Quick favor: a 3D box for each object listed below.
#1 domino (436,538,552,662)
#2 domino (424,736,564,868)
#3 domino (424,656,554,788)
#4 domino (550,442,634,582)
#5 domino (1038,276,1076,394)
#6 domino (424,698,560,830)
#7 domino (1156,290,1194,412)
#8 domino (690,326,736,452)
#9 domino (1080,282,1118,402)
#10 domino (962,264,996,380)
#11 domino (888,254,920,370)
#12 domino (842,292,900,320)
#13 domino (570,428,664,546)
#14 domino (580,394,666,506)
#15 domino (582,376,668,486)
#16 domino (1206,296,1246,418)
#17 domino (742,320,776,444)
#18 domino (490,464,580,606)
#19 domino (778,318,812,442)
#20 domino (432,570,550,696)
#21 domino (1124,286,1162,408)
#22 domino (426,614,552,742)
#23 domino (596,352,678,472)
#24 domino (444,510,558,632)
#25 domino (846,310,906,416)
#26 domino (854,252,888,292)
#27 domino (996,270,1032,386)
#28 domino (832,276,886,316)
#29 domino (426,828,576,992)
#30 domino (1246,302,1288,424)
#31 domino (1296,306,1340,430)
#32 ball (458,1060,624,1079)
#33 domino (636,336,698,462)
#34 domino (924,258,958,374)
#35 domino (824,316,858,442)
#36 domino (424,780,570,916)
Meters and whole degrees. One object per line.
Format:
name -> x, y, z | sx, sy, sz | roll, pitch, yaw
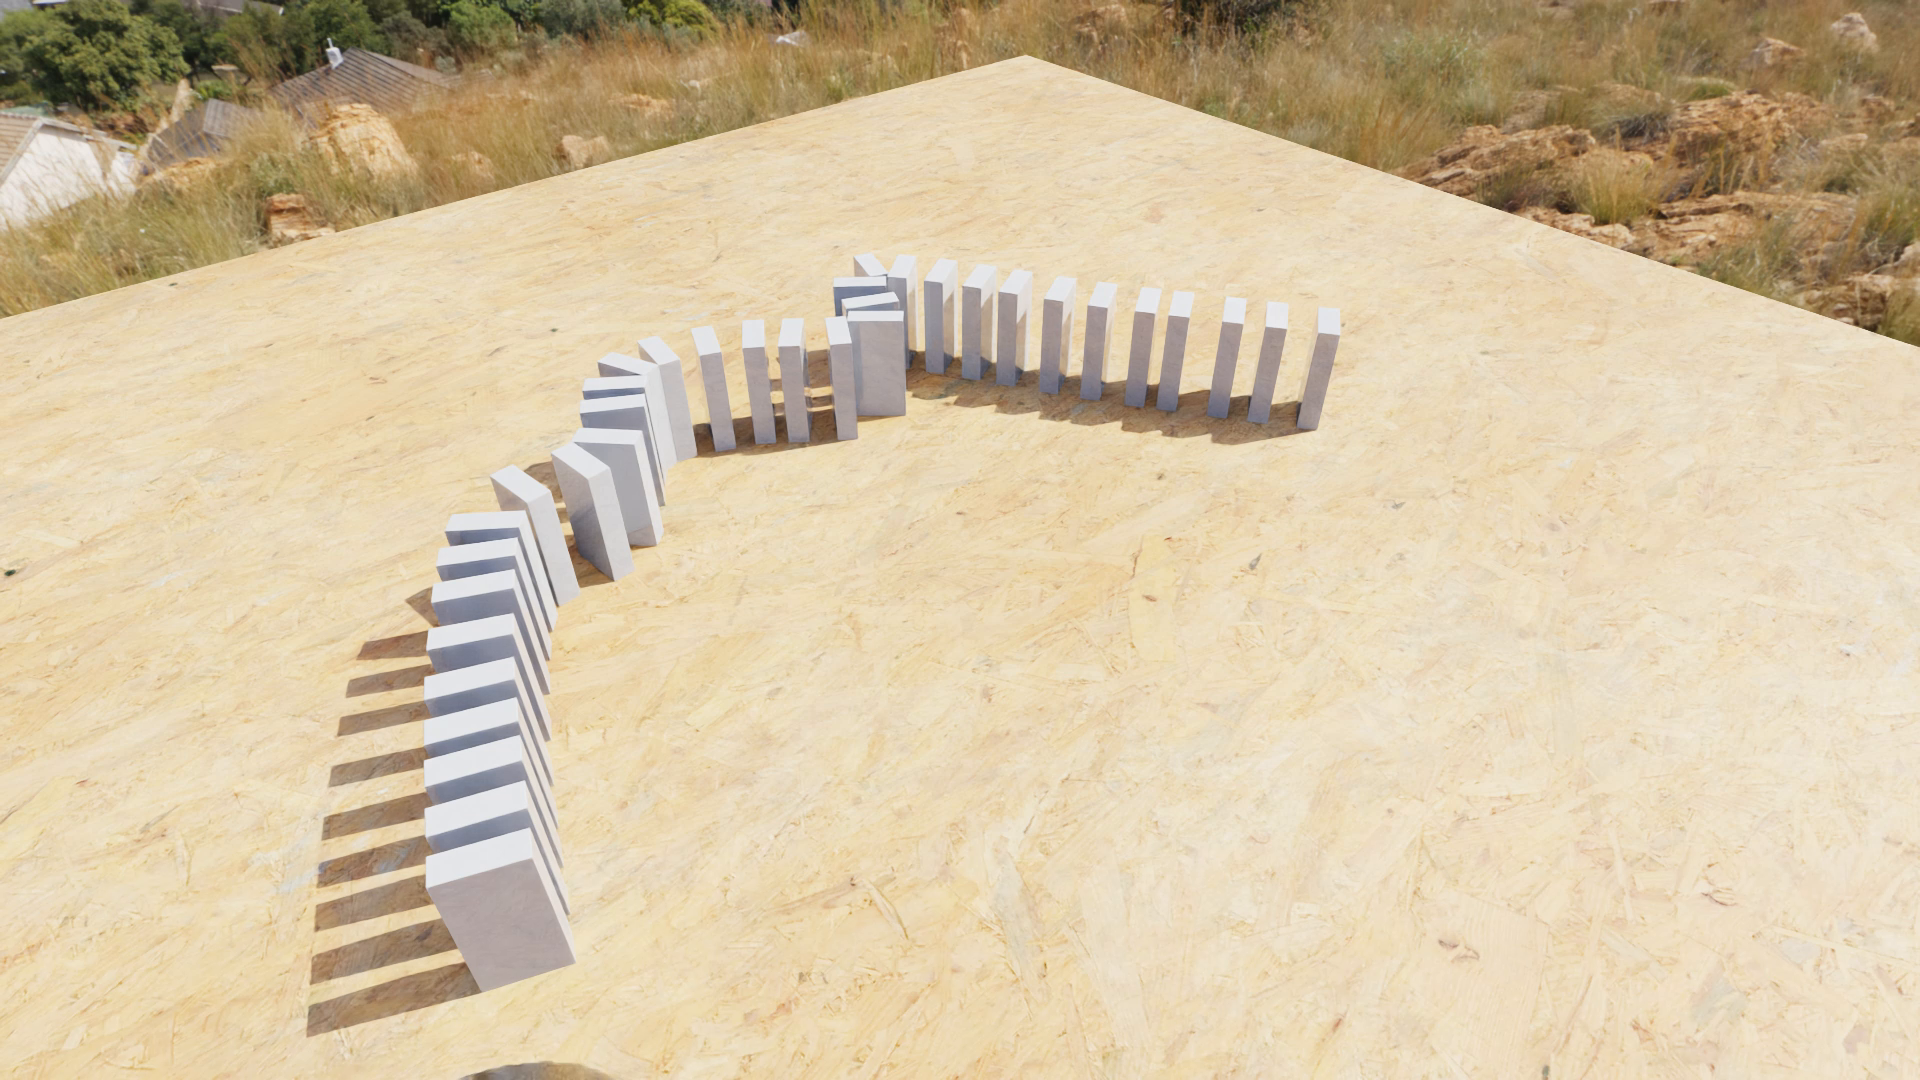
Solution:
domino -> -0.161, 0.023, 0.383 | 0.025, 0.050, 0.009 | -8, 40, -10
domino -> -0.132, 0.079, 0.315 | 0.025, 0.050, 0.010 | -14, 41, -16
domino -> -0.144, 0.060, 0.338 | 0.025, 0.050, 0.009 | -13, 41, -15
domino -> -0.141, -0.010, 0.424 | 0.025, 0.050, 0.010 | 30, 48, 31
domino -> 0.047, -0.099, 0.532 | 0.009, 0.050, 0.025 | 12, 41, 14
domino -> -0.138, 0.070, 0.326 | 0.025, 0.050, 0.009 | -13, 41, -16
domino -> 0.102, -0.089, 0.520 | 0.009, 0.050, 0.025 | 9, 40, 11
domino -> -0.111, -0.068, 0.494 | 0.010, 0.050, 0.025 | -13, 41, -15
domino -> 0.066, -0.095, 0.527 | 0.009, 0.050, 0.025 | 11, 40, 13
domino -> 0.009, -0.107, 0.542 | 0.009, 0.050, 0.025 | 12, 41, 14
domino -> -0.028, -0.114, 0.550 | 0.009, 0.050, 0.025 | 6, 40, 7
domino -> -0.041, -0.091, 0.523 | 0.025, 0.050, 0.009 | -11, 41, -13
domino -> -0.135, -0.020, 0.436 | 0.025, 0.050, 0.009 | 3, 39, 4
domino -> -0.139, -0.035, 0.454 | 0.025, 0.050, 0.009 | -8, 40, -9
domino -> -0.142, -0.045, 0.467 | 0.025, 0.050, 0.009 | -4, 40, -5
domino -> 0.125, -0.085, 0.516 | 0.010, 0.050, 0.025 | 9, 40, 11
domino -> -0.091, -0.071, 0.499 | 0.010, 0.050, 0.025 | -5, 40, -7
domino -> -0.159, -0.001, 0.413 | 0.025, 0.050, 0.010 | 29, 47, 31
domino -> -0.074, -0.072, 0.500 | 0.010, 0.050, 0.025 | -2, 39, -2
domino -> -0.157, 0.034, 0.370 | 0.025, 0.050, 0.009 | -11, 41, -13
domino -> 0.087, -0.091, 0.523 | 0.009, 0.050, 0.025 | 9, 40, 11
domino -> -0.150, 0.047, 0.354 | 0.025, 0.050, 0.009 | -11, 41, -13
domino -> -0.140, -0.055, 0.479 | 0.025, 0.050, 0.009 | 18, 42, 20
domino -> -0.164, 0.013, 0.396 | 0.025, 0.050, 0.009 | -3, 39, -4
domino -> -0.038, -0.082, 0.511 | 0.025, 0.050, 0.010 | 0, 39, 0
domino -> -0.044, -0.115, 0.552 | 0.009, 0.050, 0.025 | -15, 42, -18
domino -> 0.027, -0.103, 0.538 | 0.010, 0.050, 0.025 | 13, 41, 15
domino -> -0.048, -0.103, 0.538 | 0.025, 0.050, 0.009 | -2, 39, -2
domino -> -0.120, 0.099, 0.291 | 0.025, 0.050, 0.010 | -13, 41, -16
domino -> 0.143, -0.082, 0.512 | 0.010, 0.050, 0.025 | 9, 40, 11
domino -> 0.165, -0.079, 0.508 | 0.009, 0.050, 0.025 | 9, 40, 11
ball -> -0.086, 0.144, 0.212 | 0.080, 0.080, 0.080 | 0, 39, 0
domino -> -0.129, -0.062, 0.487 | 0.009, 0.050, 0.025 | -23, 45, -26
domino -> -0.009, -0.111, 0.547 | 0.009, 0.050, 0.025 | 11, 40, 13
domino -> -0.054, -0.073, 0.501 | 0.009, 0.050, 0.025 | -7, 40, -8
domino -> -0.126, 0.089, 0.303 | 0.025, 0.050, 0.010 | -14, 41, -16
